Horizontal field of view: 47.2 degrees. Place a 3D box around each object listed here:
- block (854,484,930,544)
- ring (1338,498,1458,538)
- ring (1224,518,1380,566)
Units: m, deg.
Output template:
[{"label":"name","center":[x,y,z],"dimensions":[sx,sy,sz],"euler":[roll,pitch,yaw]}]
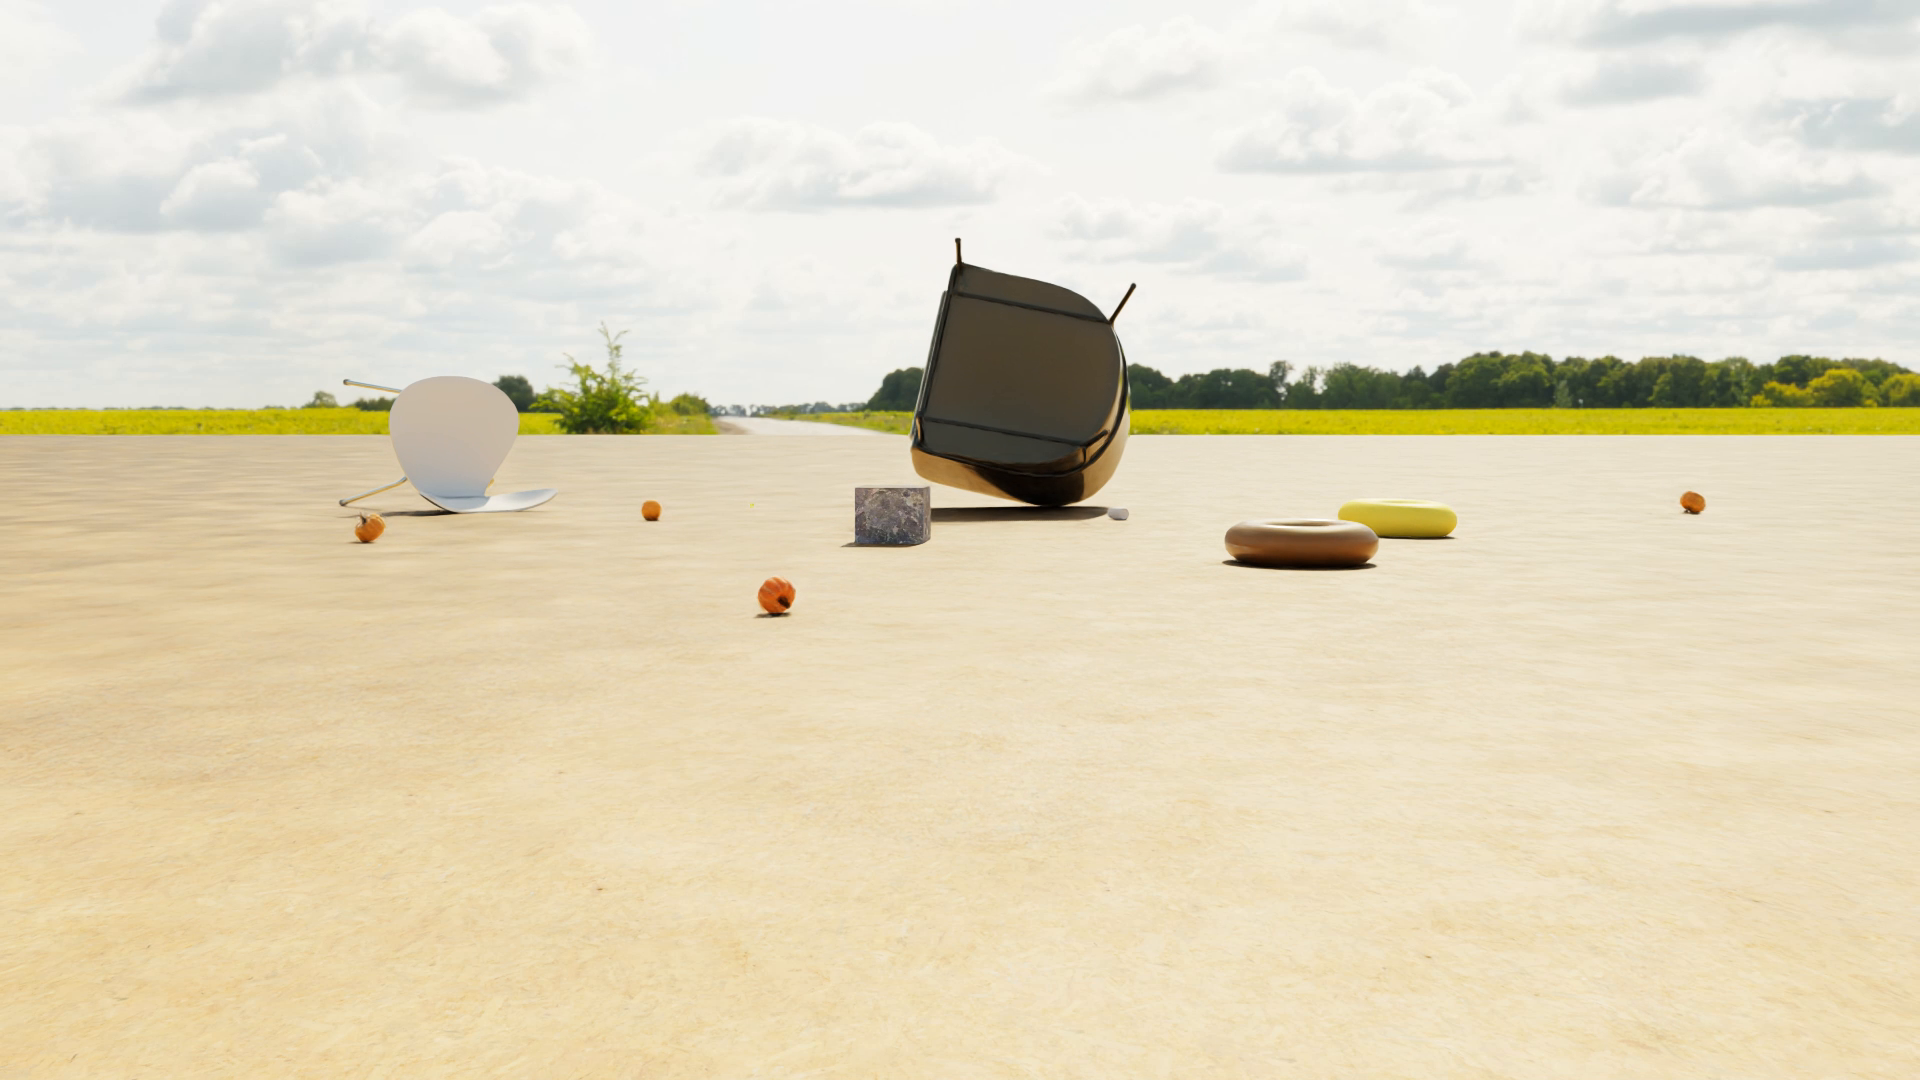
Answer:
[{"label":"block","center":[-0.197,-0.078,6.491],"dimensions":[0.200,0.162,0.193],"euler":[0,4,6]},{"label":"ring","center":[1.346,-0.068,6.777],"dimensions":[0.405,0.105,0.235],"euler":[5,8,44]},{"label":"ring","center":[0.884,0.006,5.702],"dimensions":[0.373,0.105,0.441],"euler":[-3,6,-28]}]
